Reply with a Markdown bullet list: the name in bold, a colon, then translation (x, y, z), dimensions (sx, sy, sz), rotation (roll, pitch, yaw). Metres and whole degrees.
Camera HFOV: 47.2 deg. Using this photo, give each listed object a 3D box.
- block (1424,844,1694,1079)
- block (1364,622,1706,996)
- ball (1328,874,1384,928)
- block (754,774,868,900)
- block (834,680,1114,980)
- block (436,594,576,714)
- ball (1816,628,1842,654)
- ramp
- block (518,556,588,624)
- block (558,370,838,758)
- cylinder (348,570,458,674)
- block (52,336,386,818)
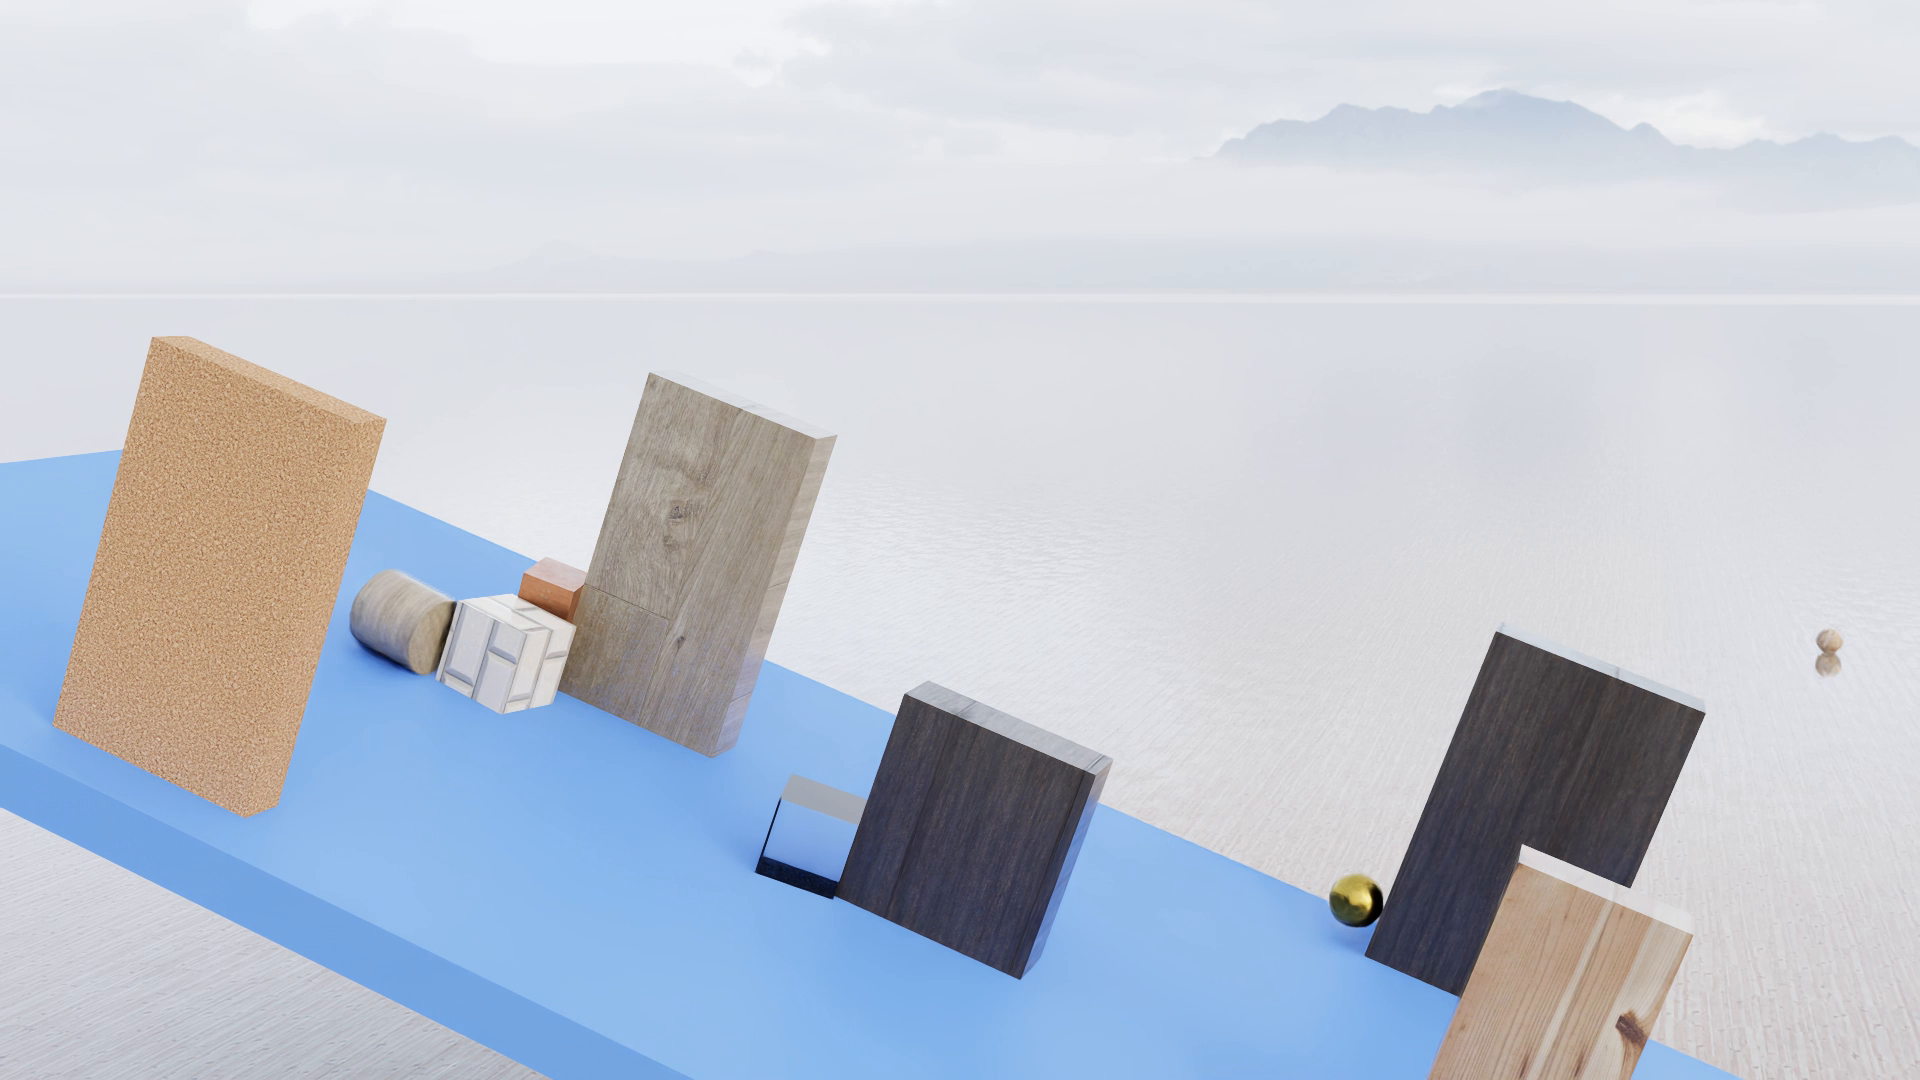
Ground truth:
- **block**: translation (0.911, 0.829, 3.502), dimensions (0.278, 0.616, 0.113), rotation (22, 12, 14)
- **block**: translation (1.194, 0.606, 4.592), dimensions (0.439, 0.753, 0.138), rotation (22, 12, 14)
- **ball**: translation (0.848, 0.771, 4.705), dimensions (0.116, 0.116, 0.116), rotation (0, 7, 0)
- **block**: translation (-0.273, 0.546, 4.057), dimensions (0.151, 0.151, 0.151), rotation (19, 12, 0)
- **block**: translation (0.024, 0.523, 3.998), dimensions (0.375, 0.407, 0.137), rotation (22, 12, 14)
- **block**: translation (-0.914, 0.227, 4.432), dimensions (0.172, 0.172, 0.172), rotation (24, 13, 22)
- **ball**: translation (4.262, 0.494, 10.780), dimensions (0.123, 0.123, 0.123), rotation (0, 7, 0)
- **ramp**: translation (-0.338, 0.623, 4.214), dimensions (4.000, 0.100, 2.000), rotation (22, 12, 14)
- **block**: translation (-0.844, 0.121, 4.565), dimensions (0.113, 0.113, 0.113), rotation (21, 20, 7)
- **block**: translation (-0.549, 0.047, 4.522), dimensions (0.381, 0.700, 0.121), rotation (22, 12, 14)
- **cylinder**: translation (-1.111, 0.165, 4.426), dimensions (0.162, 0.162, 0.162), rotation (24, 17, 24)
- **block**: translation (-1.198, 0.057, 3.541), dimensions (0.385, 0.678, 0.089), rotation (22, 12, 14)
